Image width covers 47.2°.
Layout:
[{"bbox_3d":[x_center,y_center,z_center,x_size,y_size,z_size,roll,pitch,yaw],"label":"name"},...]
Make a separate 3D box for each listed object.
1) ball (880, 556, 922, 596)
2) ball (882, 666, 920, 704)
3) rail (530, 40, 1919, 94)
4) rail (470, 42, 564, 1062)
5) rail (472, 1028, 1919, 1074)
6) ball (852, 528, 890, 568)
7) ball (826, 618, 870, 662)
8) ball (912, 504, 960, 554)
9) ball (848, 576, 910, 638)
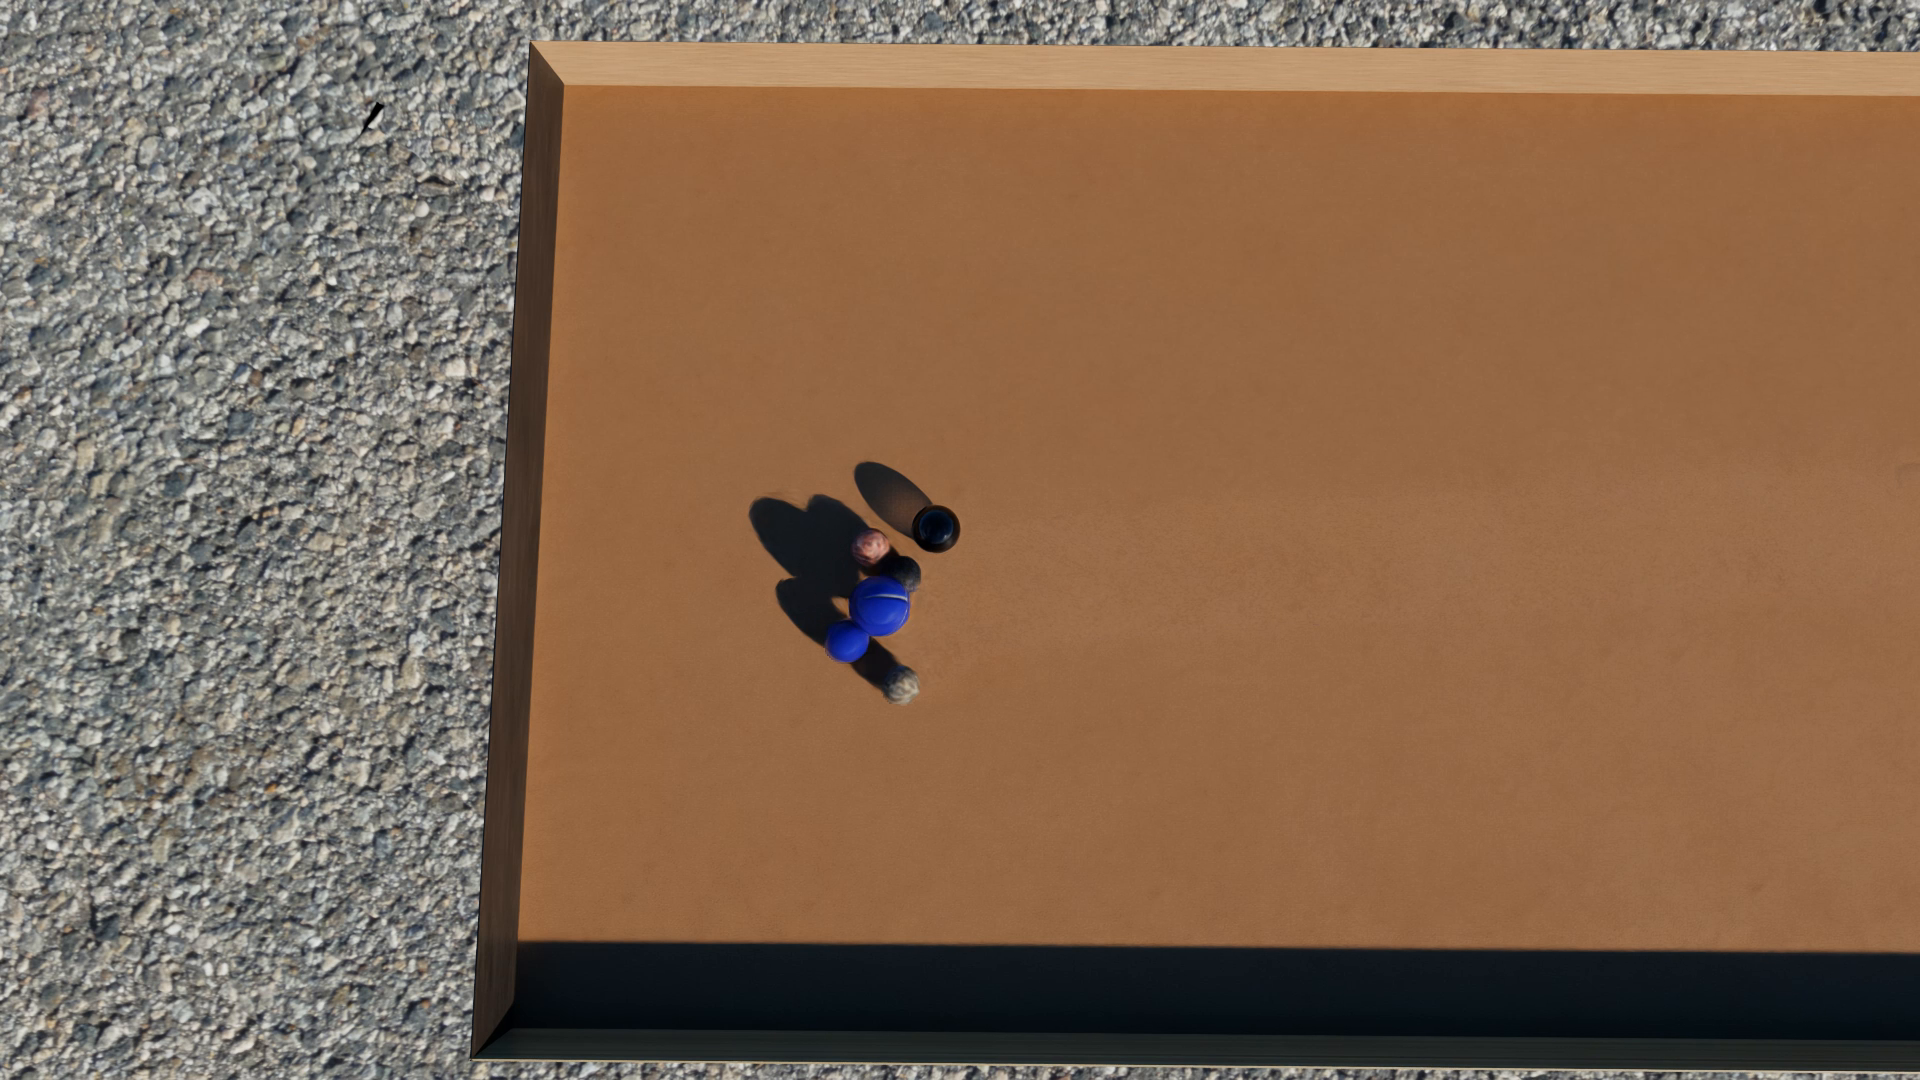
[{"bbox_3d":[-0.089,0.054,3.315,0.062,0.062,0.062,0,77,0],"label":"ball"},{"bbox_3d":[-0.088,0.216,3.279,0.057,0.057,0.057,0,77,0],"label":"ball"},{"bbox_3d":[0.683,-0.730,3.470,2.708,0.119,0.045,0,77,0],"label":"rail"},{"bbox_3d":[-0.653,-0.012,3.300,0.045,0.119,1.546,0,77,0],"label":"rail"},{"bbox_3d":[0.670,0.728,3.124,2.708,0.119,0.045,0,77,0],"label":"rail"},{"bbox_3d":[-0.135,0.012,3.326,0.059,0.059,0.059,0,77,0],"label":"ball"},{"bbox_3d":[-0.169,0.151,3.290,0.065,0.065,0.065,0,77,0],"label":"ball"},{"bbox_3d":[-0.036,-0.016,3.325,0.075,0.075,0.075,0,77,0],"label":"ball"},{"bbox_3d":[-0.120,0.098,3.259,0.092,0.092,0.092,0,77,0],"label":"ball"}]
